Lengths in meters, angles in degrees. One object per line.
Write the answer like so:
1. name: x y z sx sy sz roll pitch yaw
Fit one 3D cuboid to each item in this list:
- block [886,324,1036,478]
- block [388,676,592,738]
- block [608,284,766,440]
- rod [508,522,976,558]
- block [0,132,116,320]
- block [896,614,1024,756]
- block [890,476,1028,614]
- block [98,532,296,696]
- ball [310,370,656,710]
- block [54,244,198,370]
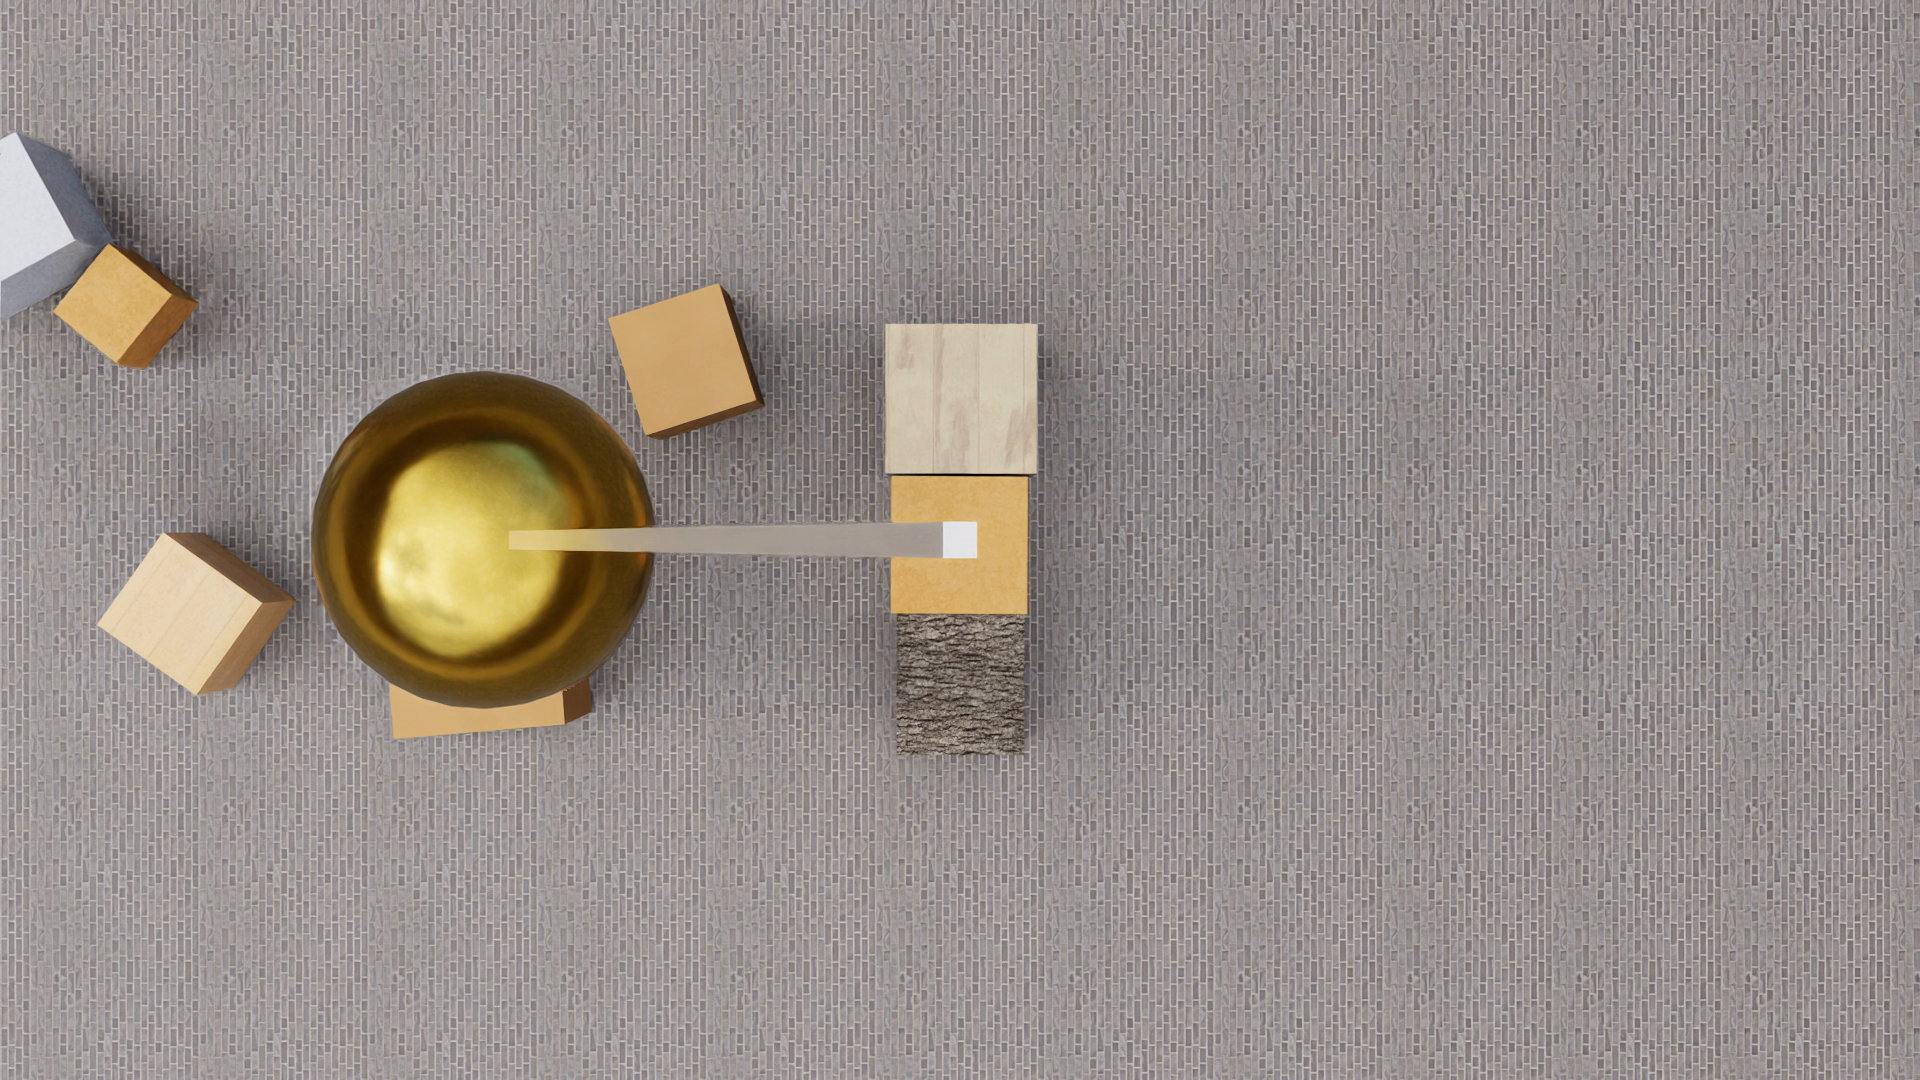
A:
1. block: 0.006 -0.784 12.596 0.838 0.807 0.829 0 90 0
2. block: -2.687 0.587 12.554 0.945 0.891 0.941 -5 90 0
3. block: -1.566 -1.018 12.695 0.656 0.611 0.692 -18 90 0
4. rod: -0.972 0.000 7.255 0.080 5.200 0.080 0 90 -22
5. block: -5.466 -1.793 12.657 0.782 0.686 0.694 -29 90 0
6. block: 0.003 0.806 12.623 0.712 0.755 0.785 0 90 0
7. block: -0.003 0.028 12.593 0.754 0.815 0.761 0 90 0
8. block: -4.383 0.415 12.674 0.683 0.651 0.637 36 90 0
9. ball: -2.243 0.000 10.408 1.600 1.600 1.600 0 90 0
10. block: -4.838 -1.352 12.775 0.466 0.450 0.503 39 90 0
